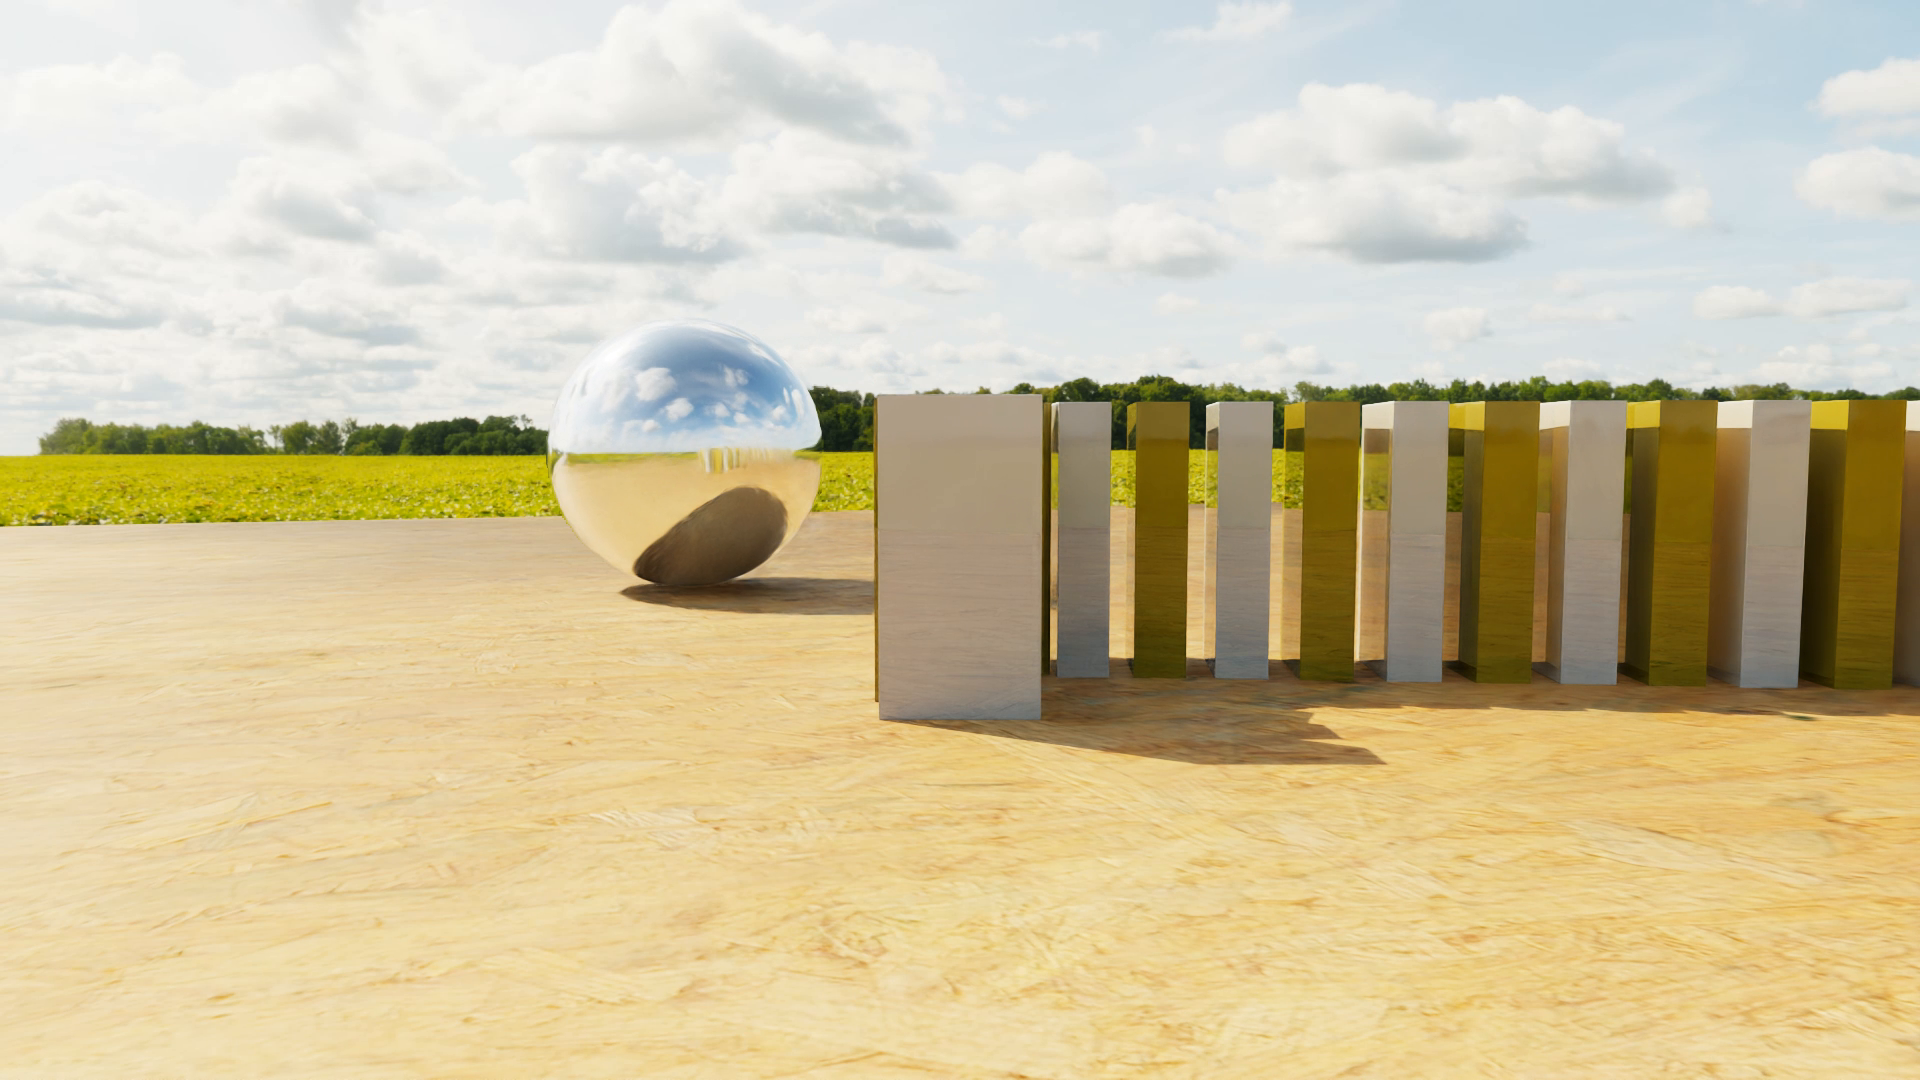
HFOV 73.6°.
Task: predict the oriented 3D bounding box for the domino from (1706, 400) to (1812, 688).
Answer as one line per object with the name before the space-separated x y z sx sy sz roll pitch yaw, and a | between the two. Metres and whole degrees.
domino | 0.142 0.000 0.234 0.009 0.050 0.025 0 4 6

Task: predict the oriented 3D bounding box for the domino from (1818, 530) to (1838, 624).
domino | 0.215 -0.004 0.289 0.025 0.050 0.009 0 21 5

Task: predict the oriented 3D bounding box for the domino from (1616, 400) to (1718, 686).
domino | 0.127 0.000 0.236 0.009 0.050 0.025 0 4 6

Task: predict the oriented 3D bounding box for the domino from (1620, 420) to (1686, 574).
domino | 0.220 -0.013 0.411 0.025 0.050 0.009 -3 26 -23

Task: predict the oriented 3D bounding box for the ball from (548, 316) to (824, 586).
ball | -0.081 -0.026 0.382 0.080 0.080 0.080 0 4 0

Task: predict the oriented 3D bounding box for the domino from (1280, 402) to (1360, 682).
domino | 0.067 -0.001 0.241 0.009 0.050 0.025 0 4 6

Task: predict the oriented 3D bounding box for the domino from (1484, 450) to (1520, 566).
domino | 0.204 -0.016 0.449 0.025 0.050 0.009 -2 26 -23

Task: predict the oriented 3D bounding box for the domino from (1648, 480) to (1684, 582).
domino | 0.233 -0.012 0.395 0.025 0.050 0.010 -2 26 -23

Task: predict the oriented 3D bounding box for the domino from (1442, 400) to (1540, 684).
domino | 0.097 0.000 0.239 0.009 0.050 0.025 0 4 3

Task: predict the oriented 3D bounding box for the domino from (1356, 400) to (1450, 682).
domino | 0.082 0.000 0.240 0.009 0.050 0.025 0 4 5

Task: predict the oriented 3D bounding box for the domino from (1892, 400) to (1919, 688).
domino | 0.173 0.000 0.232 0.009 0.050 0.025 0 4 0

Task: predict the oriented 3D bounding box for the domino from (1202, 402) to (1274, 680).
domino | 0.052 -0.001 0.243 0.009 0.050 0.025 0 4 6

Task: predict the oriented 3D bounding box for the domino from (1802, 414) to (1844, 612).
domino | 0.222 -0.006 0.314 0.025 0.050 0.010 3 28 31

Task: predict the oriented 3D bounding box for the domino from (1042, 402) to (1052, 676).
domino | 0.007 -0.001 0.244 0.009 0.050 0.025 -2 5 -24

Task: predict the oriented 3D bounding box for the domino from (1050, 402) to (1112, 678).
domino | 0.022 -0.001 0.245 0.009 0.050 0.025 0 4 -2

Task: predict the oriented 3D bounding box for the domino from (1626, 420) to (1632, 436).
domino | 0.214 -0.014 0.420 0.025 0.050 0.009 -2 26 -23

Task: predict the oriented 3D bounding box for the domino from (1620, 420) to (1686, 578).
domino | 0.227 -0.013 0.403 0.025 0.050 0.010 -2 26 -23

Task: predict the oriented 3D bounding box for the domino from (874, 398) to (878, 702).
domino | -0.002 0.001 0.215 0.025 0.050 0.009 0 4 -2

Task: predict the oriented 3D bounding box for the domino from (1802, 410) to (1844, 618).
domino | 0.214 -0.005 0.305 0.025 0.050 0.009 2 25 28

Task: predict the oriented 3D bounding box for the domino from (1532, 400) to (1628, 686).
domino | 0.112 0.000 0.238 0.009 0.050 0.025 0 4 5

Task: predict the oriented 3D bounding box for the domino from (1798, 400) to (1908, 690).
domino | 0.157 0.000 0.233 0.009 0.050 0.025 0 4 4

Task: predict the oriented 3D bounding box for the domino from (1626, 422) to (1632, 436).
domino | 0.210 -0.015 0.429 0.025 0.050 0.010 -2 26 -23

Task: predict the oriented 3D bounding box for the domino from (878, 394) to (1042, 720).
domino | 0.000 0.002 0.201 0.025 0.050 0.010 0 4 0

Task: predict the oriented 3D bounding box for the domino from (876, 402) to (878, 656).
domino | -0.002 0.000 0.229 0.025 0.050 0.009 2 5 23

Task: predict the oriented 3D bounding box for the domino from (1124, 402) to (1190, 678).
domino | 0.037 -0.001 0.244 0.009 0.050 0.025 0 4 4

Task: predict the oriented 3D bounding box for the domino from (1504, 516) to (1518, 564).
domino | 0.207 -0.015 0.439 0.025 0.050 0.009 -2 26 -23
